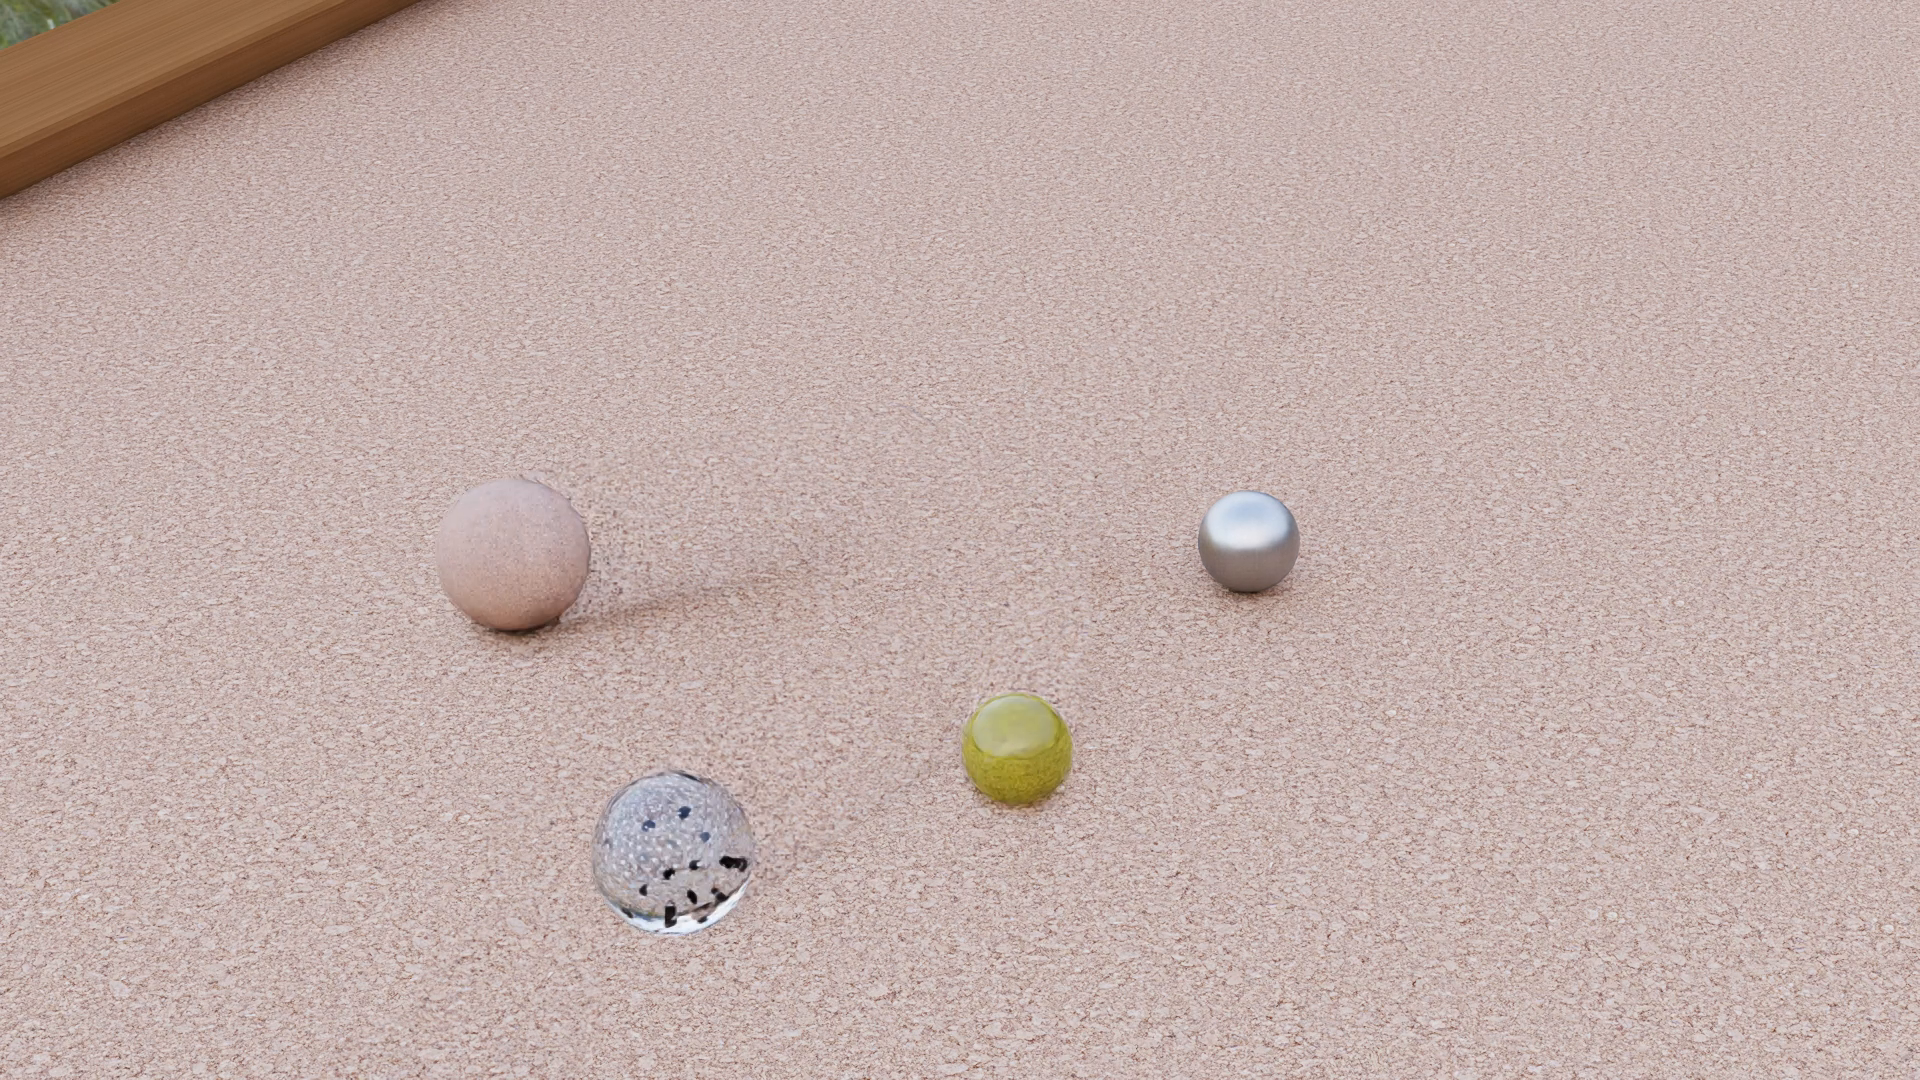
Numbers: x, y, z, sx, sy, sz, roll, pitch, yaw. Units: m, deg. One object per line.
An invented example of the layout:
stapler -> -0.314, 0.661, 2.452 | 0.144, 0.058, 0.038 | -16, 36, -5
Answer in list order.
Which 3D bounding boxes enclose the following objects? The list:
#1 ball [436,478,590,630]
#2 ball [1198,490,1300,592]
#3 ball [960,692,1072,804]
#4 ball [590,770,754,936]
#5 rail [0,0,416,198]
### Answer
ball -> -0.260, 0.009, 1.711 | 0.089, 0.089, 0.089 | 0, 27, 0
ball -> 0.173, 0.001, 1.757 | 0.061, 0.061, 0.061 | 0, 27, 0
ball -> 0.030, 0.109, 1.546 | 0.059, 0.059, 0.059 | 0, 27, 0
ball -> -0.140, 0.153, 1.437 | 0.080, 0.080, 0.080 | 0, 27, 0
rail -> -0.509, -0.567, 2.811 | 0.045, 0.115, 3.567 | 11, 29, 21
